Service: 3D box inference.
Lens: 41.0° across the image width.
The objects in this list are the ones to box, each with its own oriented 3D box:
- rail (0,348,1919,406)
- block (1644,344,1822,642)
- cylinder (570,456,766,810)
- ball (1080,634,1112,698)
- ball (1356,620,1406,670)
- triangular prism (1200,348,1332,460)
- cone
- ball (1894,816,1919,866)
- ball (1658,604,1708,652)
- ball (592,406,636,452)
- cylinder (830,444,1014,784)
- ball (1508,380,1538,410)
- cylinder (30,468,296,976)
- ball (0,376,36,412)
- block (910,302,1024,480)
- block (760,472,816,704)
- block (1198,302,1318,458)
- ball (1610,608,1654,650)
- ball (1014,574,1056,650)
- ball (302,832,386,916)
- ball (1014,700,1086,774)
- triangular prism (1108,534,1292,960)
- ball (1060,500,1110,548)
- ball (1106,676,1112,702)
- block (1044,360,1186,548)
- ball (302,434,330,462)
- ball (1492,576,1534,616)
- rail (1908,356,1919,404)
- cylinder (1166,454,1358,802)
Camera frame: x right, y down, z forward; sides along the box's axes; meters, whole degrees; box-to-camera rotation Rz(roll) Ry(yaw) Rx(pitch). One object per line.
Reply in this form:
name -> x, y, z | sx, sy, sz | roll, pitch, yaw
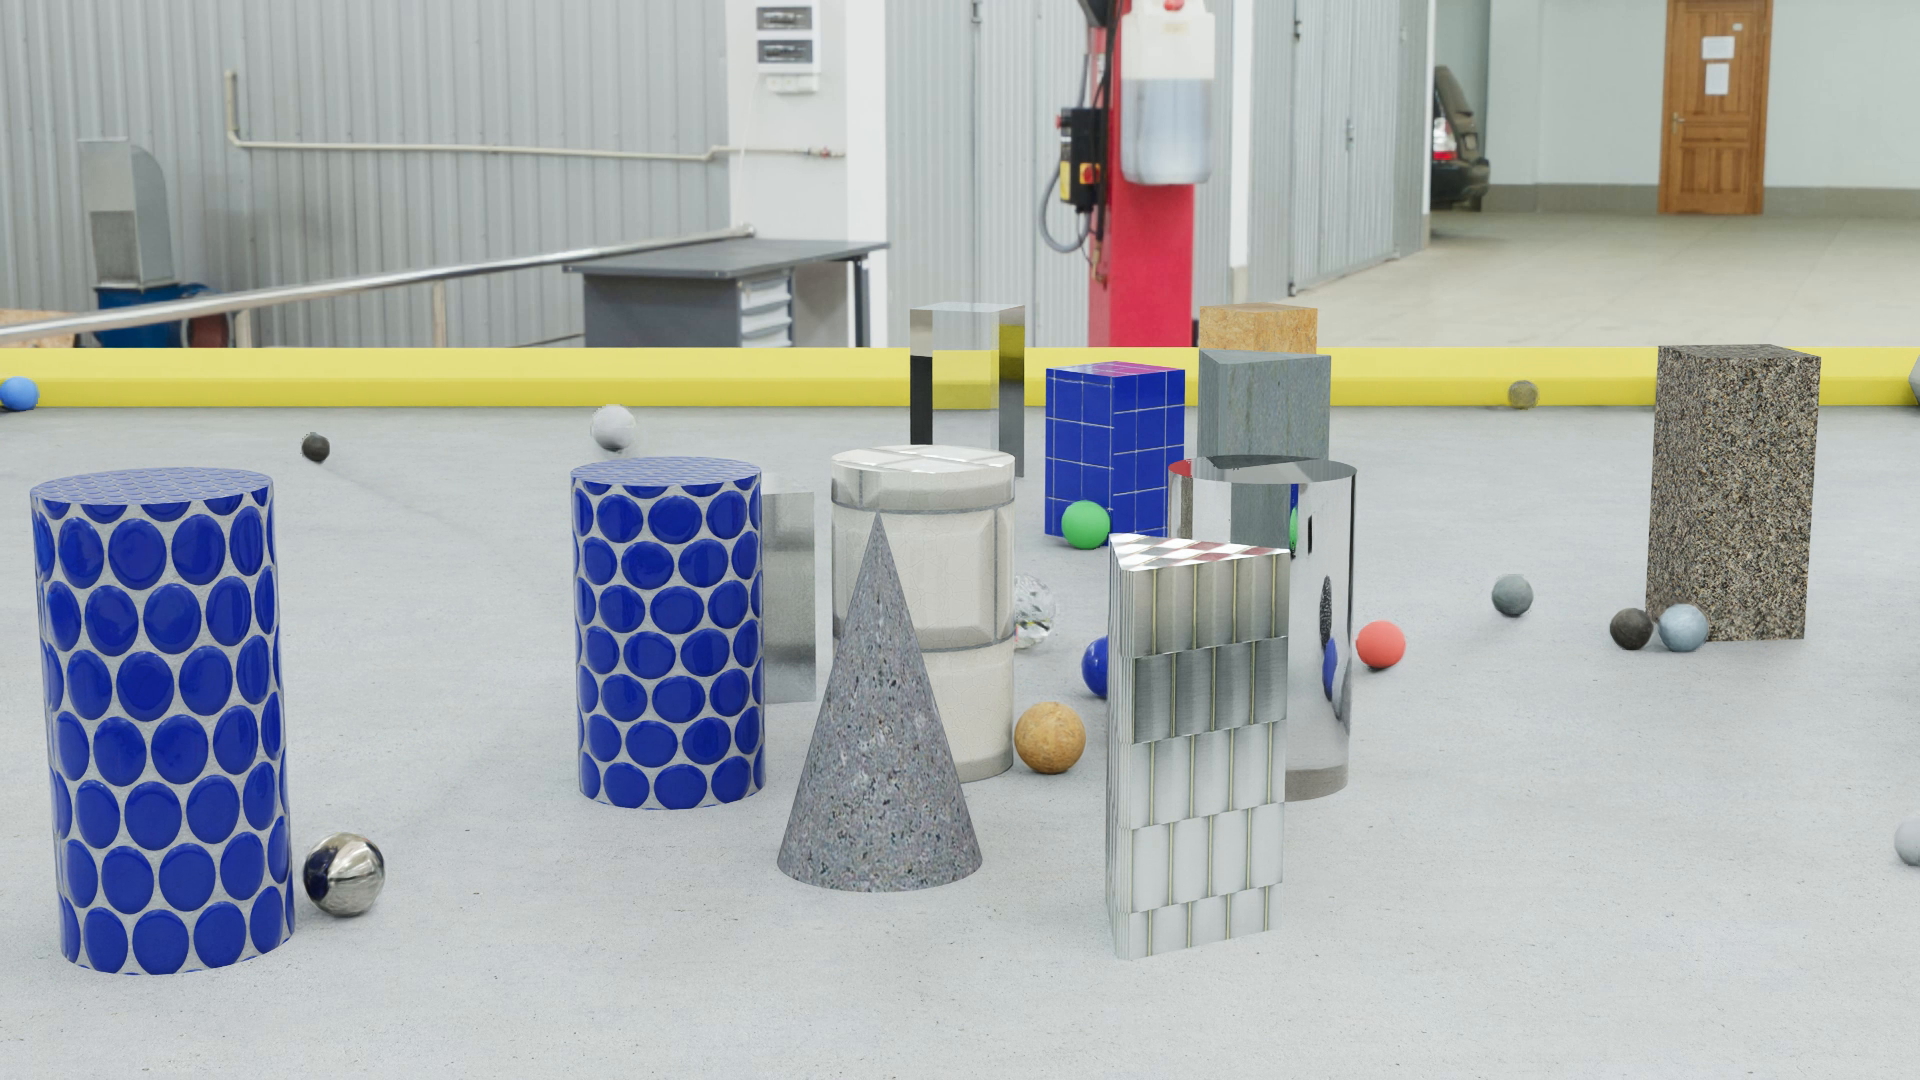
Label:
rail -> -0.012, -0.346, 5.476 | 4.156, 0.123, 0.045 | 0, 11, 0
block -> 0.995, -0.063, 3.314 | 0.152, 0.362, 0.152 | -1, 11, -7
cylinder -> -0.294, 0.090, 2.596 | 0.190, 0.324, 0.190 | 0, 11, 0
ball -> 0.177, 0.147, 2.972 | 0.074, 0.074, 0.074 | 0, 11, 0
ball -> 0.511, 0.127, 3.118 | 0.059, 0.059, 0.059 | 0, 11, 0
triangular prism -> 0.333, -0.034, 3.096 | 0.165, 0.383, 0.143 | -7, 13, -33
cone -> -0.074, 0.133, 2.344 | 0.190, 0.332, 0.190 | 0, 11, 0
ball -> 0.881, 0.277, 2.356 | 0.044, 0.044, 0.044 | 0, 11, 0
ball -> 0.904, 0.109, 3.211 | 0.060, 0.060, 0.060 | 0, 11, 0
ball -> -0.656, -0.211, 4.863 | 0.086, 0.086, 0.086 | 0, 11, 0
cylinder -> -0.038, 0.075, 2.678 | 0.190, 0.323, 0.190 | 0, 11, 0
ball -> 1.194, -0.309, 5.448 | 0.063, 0.063, 0.063 | 0, 11, 0
cylinder -> -0.659, 0.145, 2.132 | 0.190, 0.386, 0.190 | 0, 11, 0
ball -> -1.989, -0.309, 5.418 | 0.074, 0.074, 0.074 | 0, 11, 0
block -> 0.014, -0.255, 4.495 | 0.152, 0.307, 0.152 | 5, 12, 24
block -> -0.261, 0.056, 2.992 | 0.152, 0.245, 0.152 | -3, 11, -16
block -> 0.548, -0.287, 4.731 | 0.152, 0.283, 0.152 | -7, 13, -34
ball -> 0.844, 0.111, 3.223 | 0.053, 0.053, 0.053 | 0, 11, 0
ball -> 0.074, 0.090, 3.222 | 0.095, 0.095, 0.095 | 0, 11, 0
ball -> -0.533, 0.288, 2.219 | 0.072, 0.072, 0.072 | 0, 11, 0
ball -> 0.094, 0.204, 2.661 | 0.075, 0.075, 0.075 | 0, 11, 0
triangular prism -> 0.168, 0.166, 2.181 | 0.165, 0.326, 0.143 | -6, 12, -30
ball -> 0.190, -0.024, 3.887 | 0.074, 0.074, 0.074 | 0, 11, 0
ball -> 0.198, 0.169, 2.867 | 0.069, 0.069, 0.069 | 0, 11, 0
block -> 0.240, -0.136, 3.983 | 0.152, 0.260, 0.152 | -9, 14, -40
ball -> -1.188, -0.170, 4.735 | 0.051, 0.051, 0.051 | 0, 11, 0
ball -> 0.735, 0.074, 3.415 | 0.055, 0.055, 0.055 | 0, 11, 0
rail -> 2.054, 0.030, 3.461 | 0.045, 0.123, 4.170 | 0, 11, 0
cylinder -> 0.305, 0.086, 2.620 | 0.190, 0.322, 0.190 | 0, 11, 0
